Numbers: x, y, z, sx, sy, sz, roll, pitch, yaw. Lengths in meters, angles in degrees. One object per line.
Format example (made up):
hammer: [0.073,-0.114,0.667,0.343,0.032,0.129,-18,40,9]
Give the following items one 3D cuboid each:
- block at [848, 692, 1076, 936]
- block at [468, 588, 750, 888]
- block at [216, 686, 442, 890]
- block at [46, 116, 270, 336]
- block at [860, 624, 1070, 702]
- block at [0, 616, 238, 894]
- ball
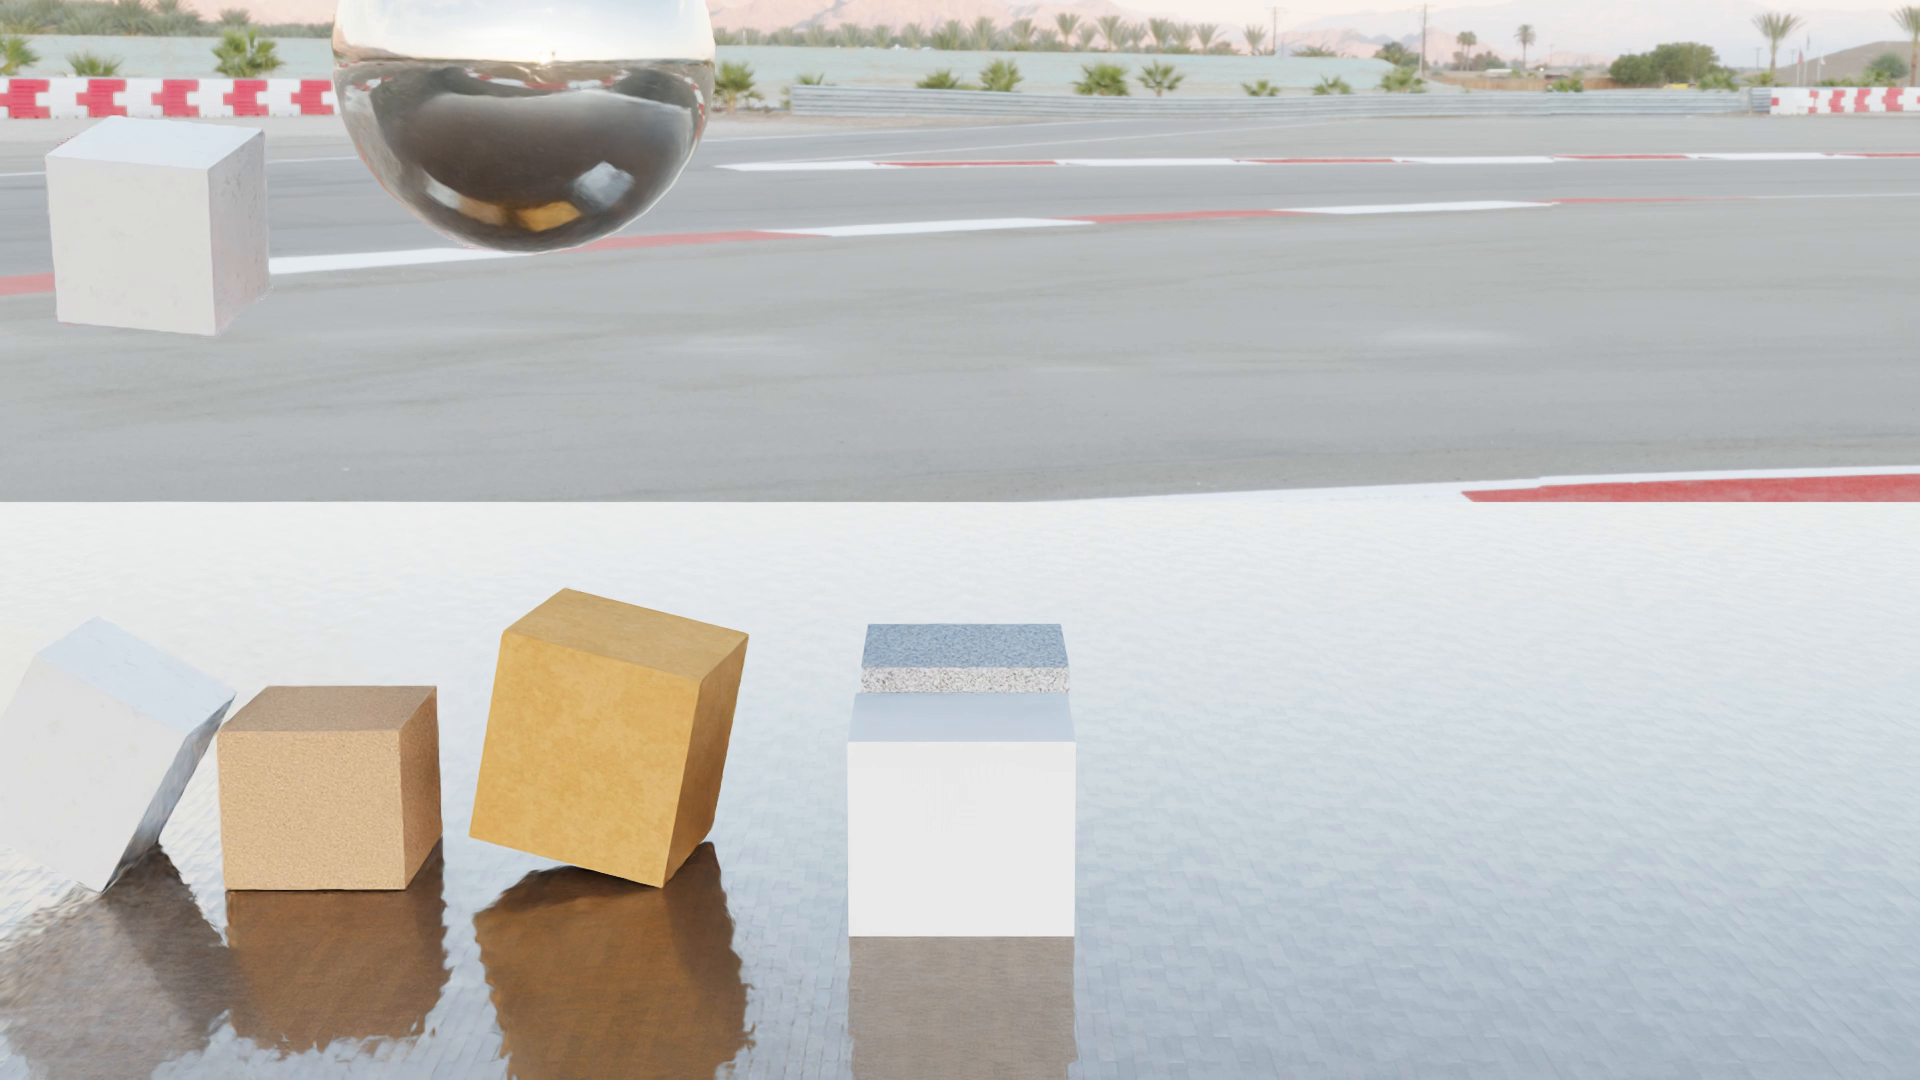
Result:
block: [0.006,1.152,10.921,0.930,0.826,0.843,0,10,0]
block: [-1.565,0.871,11.532,0.898,0.967,0.824,14,14,7]
block: [-2.811,1.098,11.518,0.786,0.710,0.845,0,10,0]
block: [-3.415,-1.354,10.985,0.680,0.719,0.689,5,23,3]
block: [0.022,0.939,11.790,0.915,0.935,0.913,0,10,0]
block: [-3.832,0.939,11.418,0.721,0.813,0.806,30,9,-5]
ball: [-1.828,-2.010,10.815,1.600,1.600,1.600,0,10,0]
